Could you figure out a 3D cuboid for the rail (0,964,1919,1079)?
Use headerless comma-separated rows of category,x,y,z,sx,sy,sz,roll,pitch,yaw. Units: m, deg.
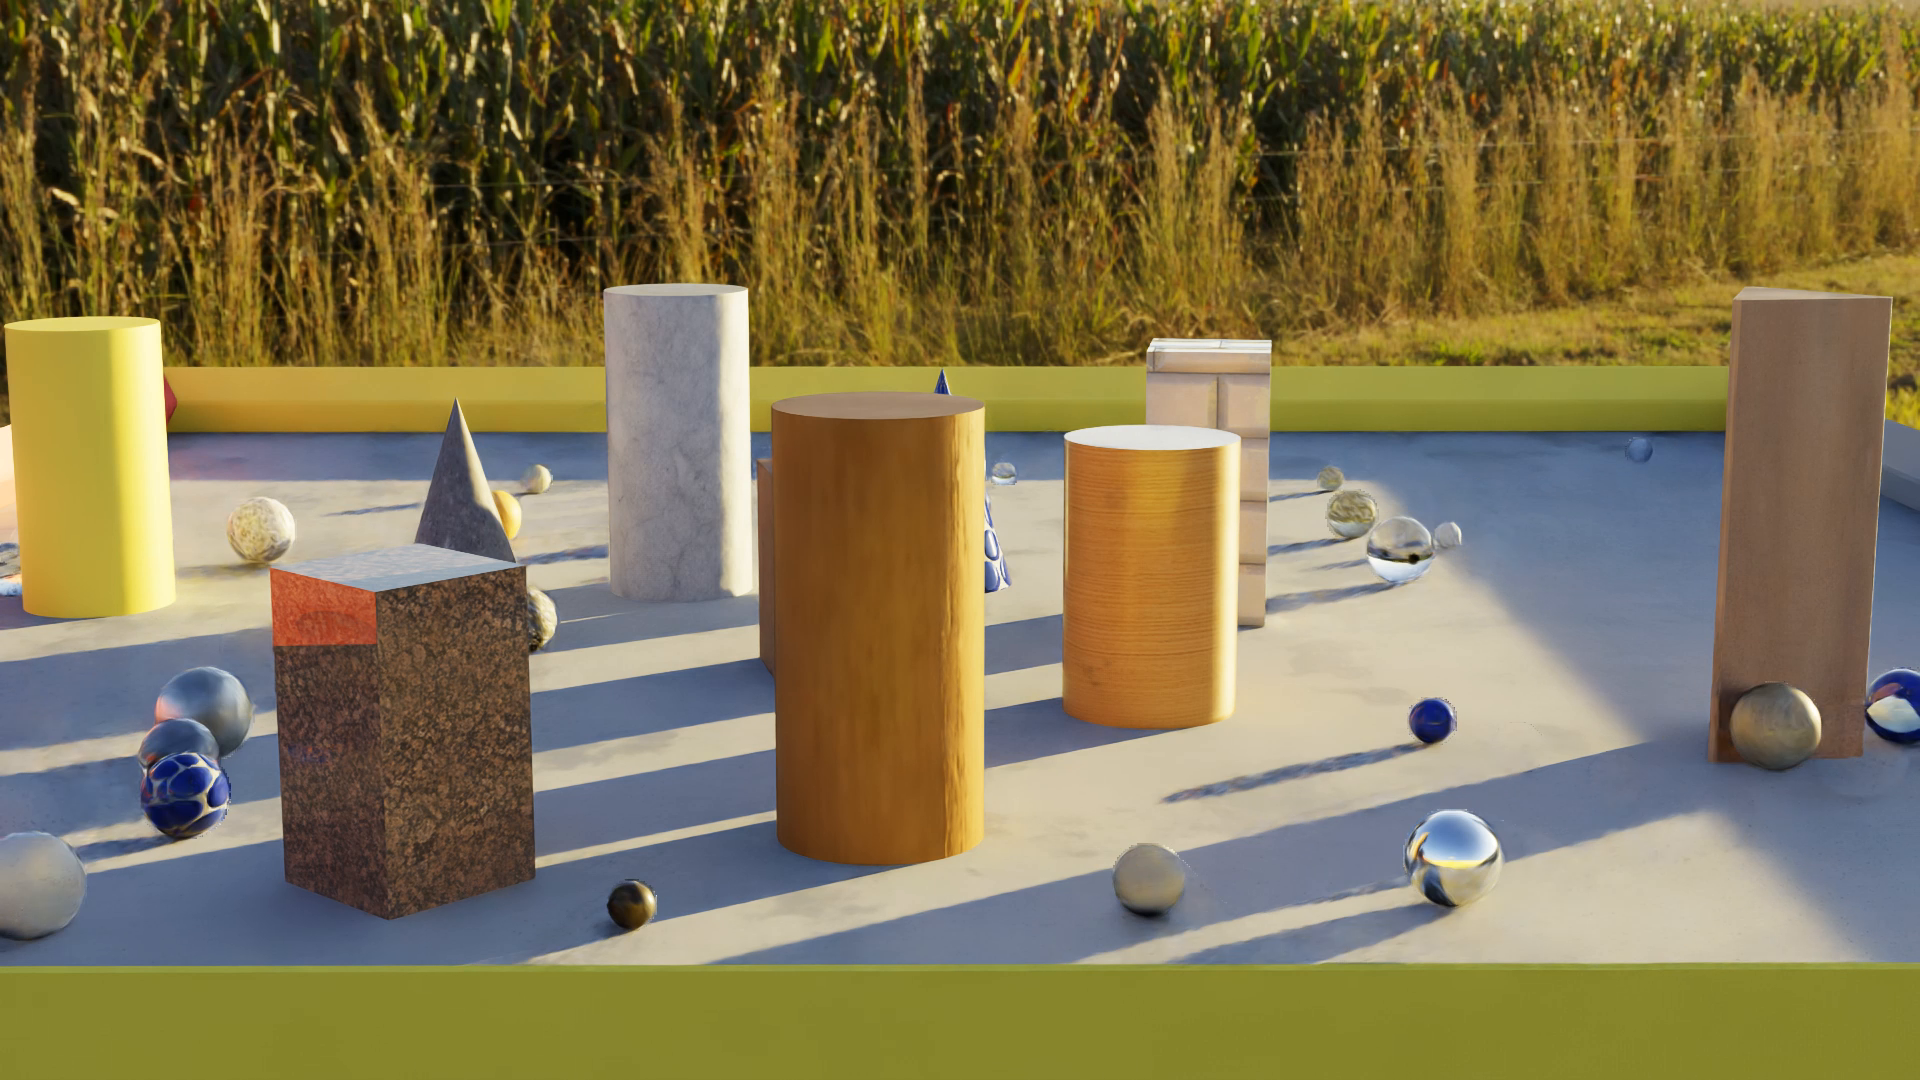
rail,0.010,0.346,1.757,3.190,0.129,0.045,0,10,0

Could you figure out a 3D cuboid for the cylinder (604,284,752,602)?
cylinder,-0.393,-0.139,3.585,0.199,0.421,0.199,0,10,0

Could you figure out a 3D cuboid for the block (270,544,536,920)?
block,-0.498,0.166,2.298,0.159,0.289,0.159,9,14,42

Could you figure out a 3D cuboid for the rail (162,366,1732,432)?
rail,-0.010,-0.280,5.140,3.190,0.129,0.045,0,10,0

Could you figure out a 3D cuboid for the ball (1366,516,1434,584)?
ball,0.626,0.015,3.647,0.096,0.096,0.096,0,10,0

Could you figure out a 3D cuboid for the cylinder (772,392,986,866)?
cylinder,-0.076,0.078,2.426,0.199,0.415,0.199,0,10,0

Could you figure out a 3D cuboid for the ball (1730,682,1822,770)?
ball,0.847,0.194,2.665,0.091,0.091,0.091,0,10,0

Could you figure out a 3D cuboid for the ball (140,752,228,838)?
ball,-0.741,0.243,2.450,0.082,0.082,0.082,0,10,0

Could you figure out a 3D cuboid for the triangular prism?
triangular prism,0.868,-0.021,2.757,0.172,0.490,0.149,-2,11,-9

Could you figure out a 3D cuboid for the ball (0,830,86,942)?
ball,-0.785,0.291,2.162,0.092,0.092,0.092,0,10,0

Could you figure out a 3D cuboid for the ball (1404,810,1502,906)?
ball,0.433,0.279,2.249,0.085,0.085,0.085,0,10,0

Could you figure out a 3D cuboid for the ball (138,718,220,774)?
ball,-0.789,0.219,2.592,0.078,0.078,0.078,0,10,0

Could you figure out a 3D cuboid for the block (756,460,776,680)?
block,-0.154,0.035,3.118,0.159,0.249,0.159,-2,11,-13

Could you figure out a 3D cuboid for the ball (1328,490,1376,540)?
ball,0.610,-0.039,3.994,0.075,0.075,0.075,0,10,0

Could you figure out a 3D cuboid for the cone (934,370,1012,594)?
cone,-0.025,-0.092,3.636,0.199,0.309,0.199,0,10,0

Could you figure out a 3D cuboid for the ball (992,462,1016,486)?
ball,0.077,-0.116,4.502,0.043,0.043,0.043,0,10,0

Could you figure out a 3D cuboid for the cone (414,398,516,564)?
cone,-0.636,-0.027,3.264,0.199,0.316,0.199,0,10,0

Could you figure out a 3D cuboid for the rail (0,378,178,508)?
rail,-1.572,0.035,3.440,0.045,0.129,3.488,0,10,0

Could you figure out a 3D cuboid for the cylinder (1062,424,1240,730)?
cylinder,0.217,0.038,2.921,0.199,0.314,0.199,0,10,0

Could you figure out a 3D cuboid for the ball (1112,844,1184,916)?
ball,0.164,0.295,2.224,0.062,0.062,0.062,0,10,0

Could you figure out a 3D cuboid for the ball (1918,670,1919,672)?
ball,1.134,0.162,2.954,0.059,0.059,0.059,0,10,0

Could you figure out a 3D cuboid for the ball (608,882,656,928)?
ball,-0.281,0.312,2.192,0.041,0.041,0.041,0,10,0

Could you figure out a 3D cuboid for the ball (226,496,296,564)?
ball,-1.034,-0.014,3.797,0.099,0.099,0.099,0,10,0

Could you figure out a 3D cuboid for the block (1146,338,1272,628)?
block,0.331,-0.079,3.422,0.159,0.362,0.159,1,11,7

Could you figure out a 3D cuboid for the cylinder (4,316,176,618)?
cylinder,-1.181,-0.102,3.488,0.199,0.384,0.199,0,10,0

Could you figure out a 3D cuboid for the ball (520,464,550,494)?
ball,-0.732,-0.105,4.424,0.050,0.050,0.050,0,10,0

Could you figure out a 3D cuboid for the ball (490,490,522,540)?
ball,-0.717,-0.035,3.949,0.084,0.084,0.084,0,10,0

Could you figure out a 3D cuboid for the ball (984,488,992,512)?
ball,0.008,-0.054,4.053,0.083,0.083,0.083,0,10,0

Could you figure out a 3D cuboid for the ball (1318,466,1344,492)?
ball,0.641,-0.106,4.442,0.043,0.043,0.043,0,10,0

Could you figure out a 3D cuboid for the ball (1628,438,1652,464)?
ball,1.261,-0.165,4.756,0.046,0.046,0.046,0,10,0

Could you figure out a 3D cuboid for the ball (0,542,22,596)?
ball,-1.317,0.041,3.563,0.075,0.075,0.075,0,10,0

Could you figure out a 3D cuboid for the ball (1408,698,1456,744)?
ball,0.513,0.197,2.790,0.050,0.050,0.050,0,10,0

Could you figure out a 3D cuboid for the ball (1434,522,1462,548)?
ball,0.744,-0.007,3.914,0.041,0.041,0.041,0,10,0

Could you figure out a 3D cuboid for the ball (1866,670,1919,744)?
ball,1.024,0.181,2.789,0.081,0.081,0.081,0,10,0

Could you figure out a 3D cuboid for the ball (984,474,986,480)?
ball,-0.007,-0.106,4.295,0.098,0.098,0.098,0,10,0

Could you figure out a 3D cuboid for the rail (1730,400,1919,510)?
rail,1.572,0.032,3.458,0.045,0.129,3.488,0,10,0

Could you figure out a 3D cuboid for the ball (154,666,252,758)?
ball,-0.802,0.184,2.721,0.100,0.100,0.100,0,10,0

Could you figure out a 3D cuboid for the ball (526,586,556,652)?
ball,-0.535,0.098,3.143,0.081,0.081,0.081,0,10,0
